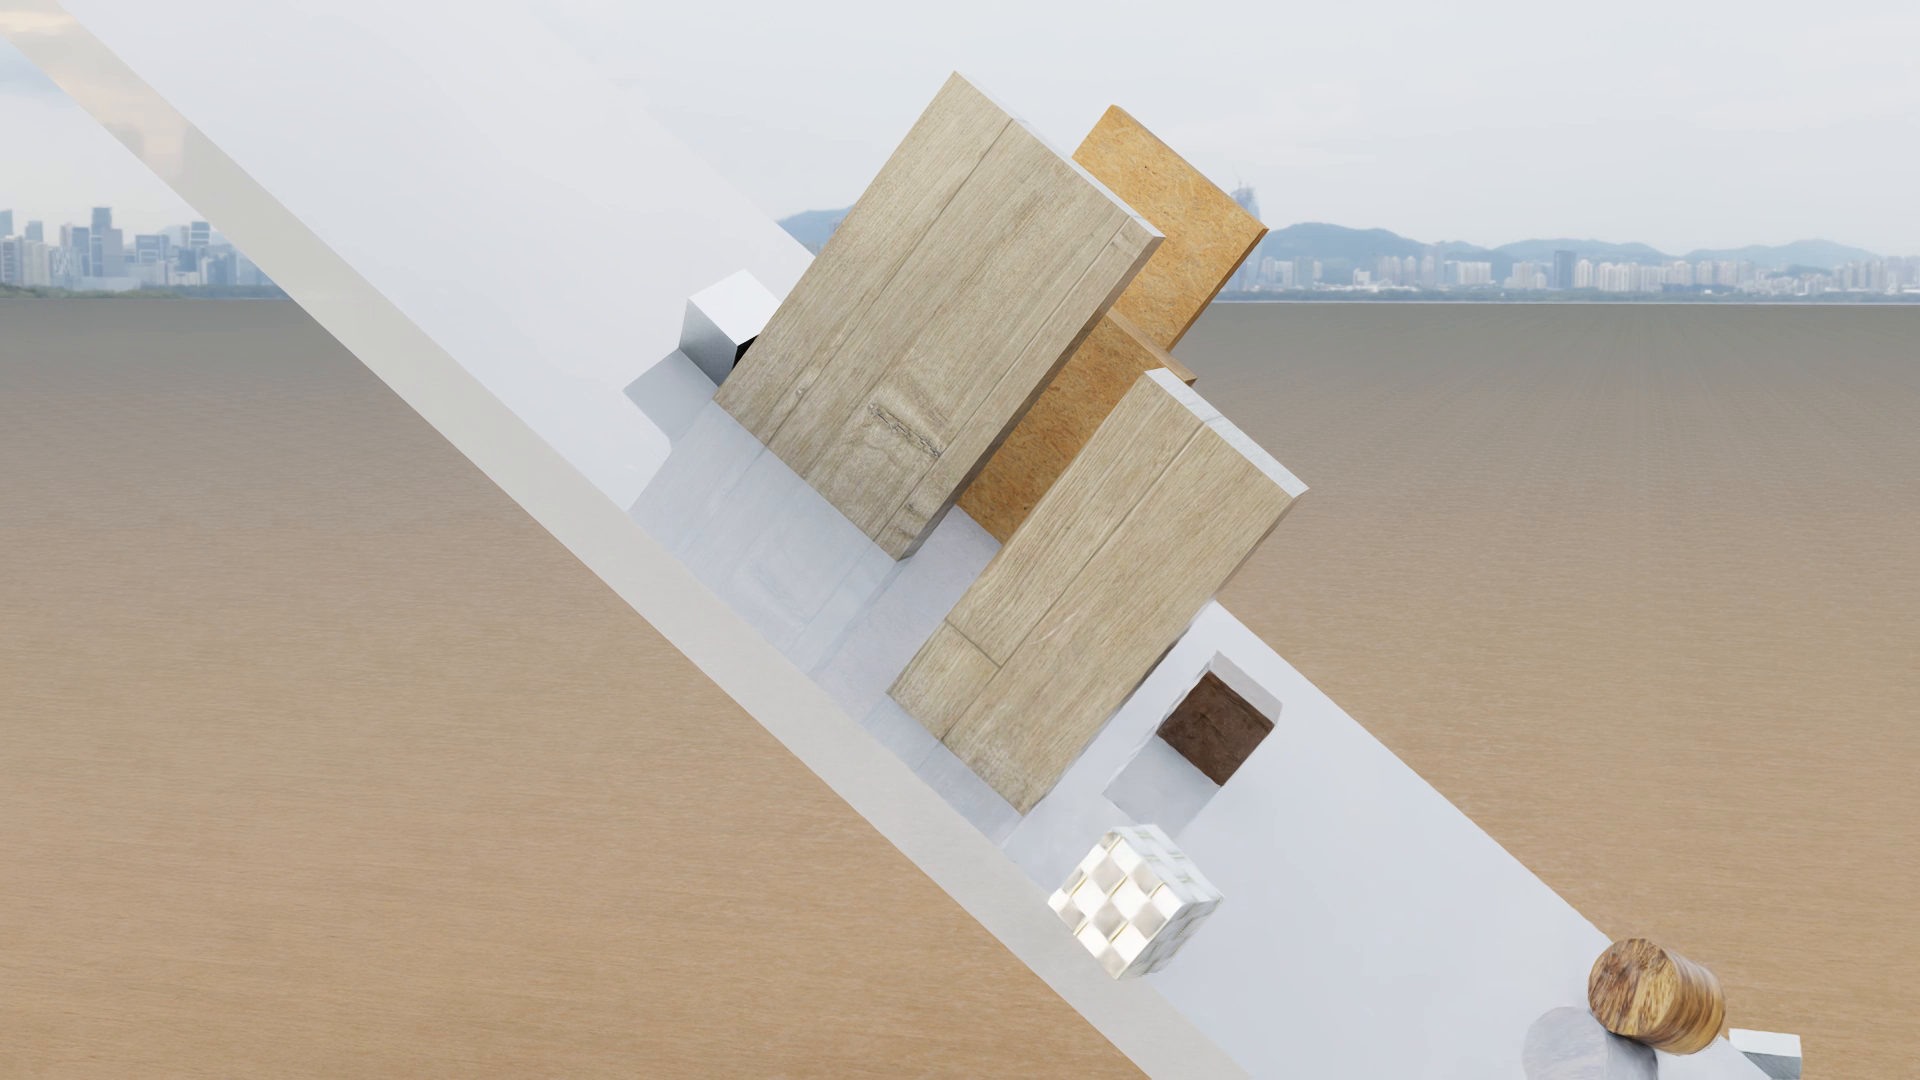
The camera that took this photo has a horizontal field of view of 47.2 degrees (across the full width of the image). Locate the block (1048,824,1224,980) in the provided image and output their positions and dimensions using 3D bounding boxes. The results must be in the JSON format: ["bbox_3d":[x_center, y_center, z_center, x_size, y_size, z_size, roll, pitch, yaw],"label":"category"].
[{"bbox_3d":[0.240,0.489,2.986,0.142,0.142,0.142,46,18,25],"label":"block"}]

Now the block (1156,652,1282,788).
[{"bbox_3d":[0.463,0.318,3.922,0.151,0.151,0.151,40,16,3],"label":"block"}]

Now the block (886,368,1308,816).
[{"bbox_3d":[0.195,0.074,3.176,0.270,0.606,0.149,41,16,9],"label":"block"}]

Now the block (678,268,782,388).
[{"bbox_3d":[-0.394,-0.366,3.860,0.130,0.130,0.130,-34,68,-34],"label":"block"}]

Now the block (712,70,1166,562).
[{"bbox_3d":[-0.044,-0.371,3.701,0.431,0.698,0.098,41,16,9],"label":"block"}]

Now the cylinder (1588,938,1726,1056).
[{"bbox_3d":[1.341,0.880,4.233,0.186,0.186,0.186,26,-11,-37],"label":"cylinder"}]

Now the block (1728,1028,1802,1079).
[{"bbox_3d":[1.786,1.188,4.888,0.148,0.148,0.148,2,7,18],"label":"block"}]

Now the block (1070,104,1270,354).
[{"bbox_3d":[0.256,-0.494,4.627,0.407,0.731,0.083,41,16,9],"label":"block"}]

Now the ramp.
[{"bbox_3d":[-0.011,0.061,4.045,4.000,0.100,2.000,41,16,9],"label":"ramp"}]

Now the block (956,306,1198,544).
[{"bbox_3d":[0.150,-0.253,4.223,0.387,0.466,0.133,41,16,9],"label":"block"}]
